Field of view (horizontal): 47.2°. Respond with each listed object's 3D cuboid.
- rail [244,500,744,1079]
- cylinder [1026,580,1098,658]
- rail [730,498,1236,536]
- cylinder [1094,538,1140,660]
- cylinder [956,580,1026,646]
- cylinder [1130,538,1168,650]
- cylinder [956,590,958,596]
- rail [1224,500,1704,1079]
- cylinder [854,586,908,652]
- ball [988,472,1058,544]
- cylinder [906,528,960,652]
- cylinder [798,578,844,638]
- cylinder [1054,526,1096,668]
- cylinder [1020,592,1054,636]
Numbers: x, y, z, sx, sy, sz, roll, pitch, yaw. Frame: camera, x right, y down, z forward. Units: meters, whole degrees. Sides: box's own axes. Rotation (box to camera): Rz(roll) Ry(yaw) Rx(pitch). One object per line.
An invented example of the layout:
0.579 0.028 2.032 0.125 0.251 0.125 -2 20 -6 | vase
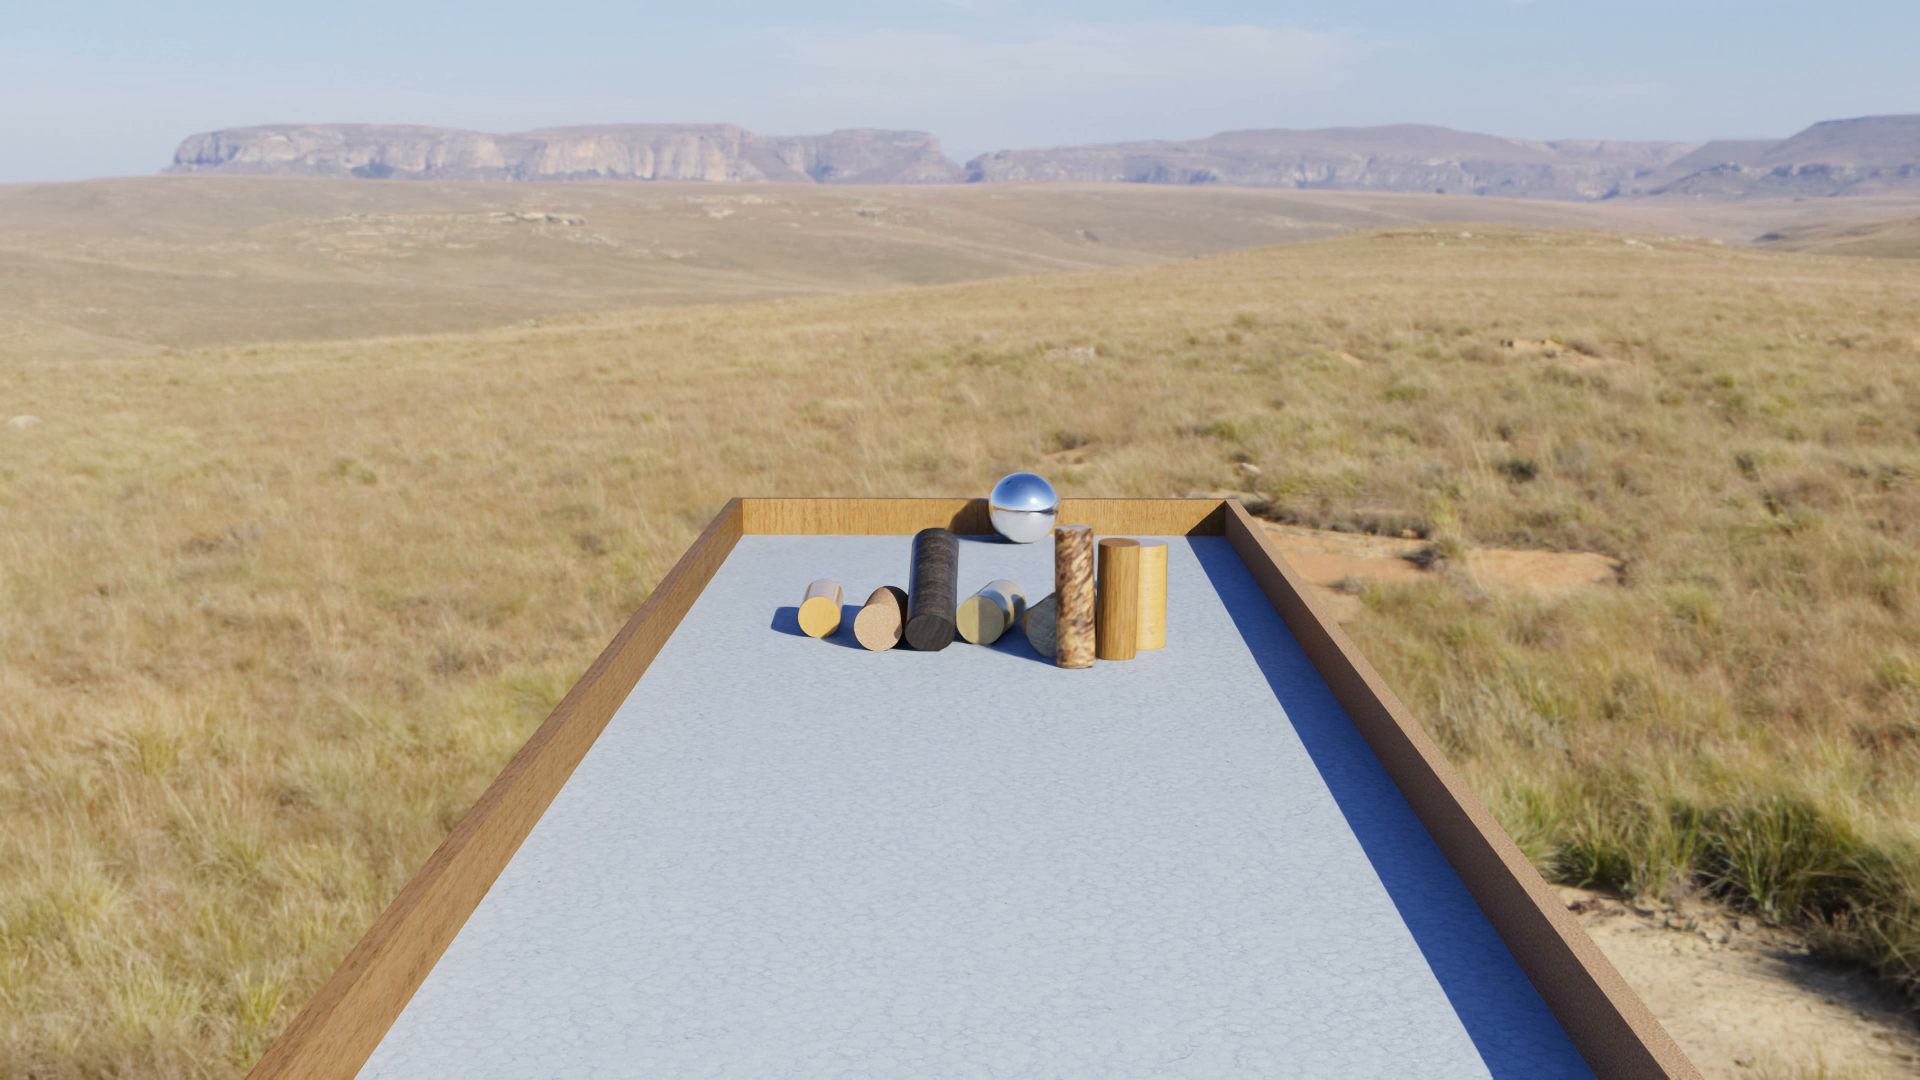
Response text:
-1.004 0.839 3.234 0.050 0.150 12.000 0 9 1 | rail
0.362 0.245 6.891 0.179 0.179 0.396 4 10 22 | cylinder
0.099 -0.098 9.147 2.100 0.150 0.050 0 9 1 | rail
0.479 0.180 6.711 0.126 0.355 0.126 1 13 0 | cylinder
0.102 0.230 7.063 0.156 0.156 0.319 2 9 14 | cylinder
0.560 0.170 6.894 0.177 0.327 0.177 0 9 0 | cylinder
-0.080 0.207 7.258 0.139 0.139 0.443 0 9 0 | cylinder
1.046 0.843 3.208 0.050 0.150 12.000 0 9 1 | rail
-0.241 0.246 6.977 0.150 0.150 0.319 1 9 4 | cylinder
0.256 -0.130 8.910 0.289 0.289 0.289 0 9 0 | ball
-0.086 0.153 6.933 0.154 0.154 0.419 0 40 2 | cylinder
-0.452 0.221 7.188 0.134 0.134 0.336 0 9 -1 | cylinder
0.344 0.169 6.601 0.118 0.415 0.118 -1 6 0 | cylinder
0.303 0.236 7.184 0.107 0.107 0.414 3 9 16 | cylinder
